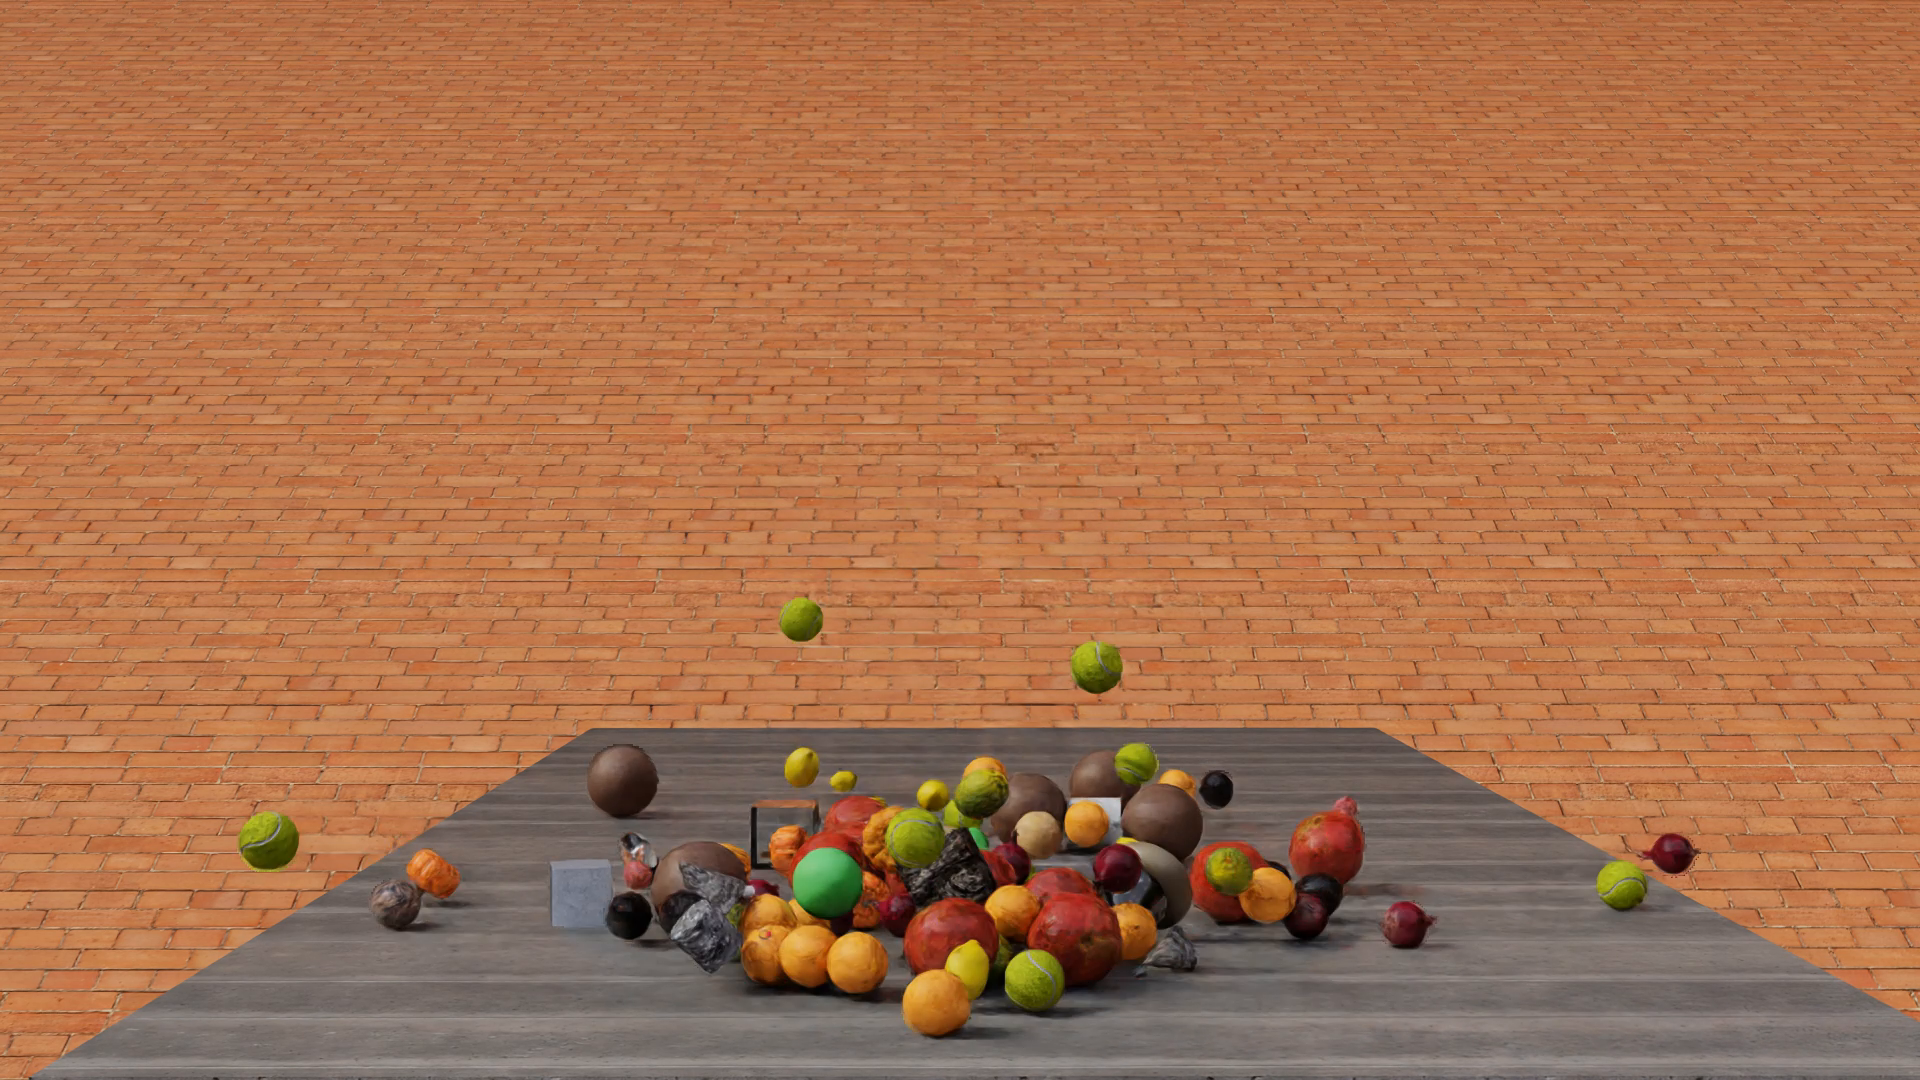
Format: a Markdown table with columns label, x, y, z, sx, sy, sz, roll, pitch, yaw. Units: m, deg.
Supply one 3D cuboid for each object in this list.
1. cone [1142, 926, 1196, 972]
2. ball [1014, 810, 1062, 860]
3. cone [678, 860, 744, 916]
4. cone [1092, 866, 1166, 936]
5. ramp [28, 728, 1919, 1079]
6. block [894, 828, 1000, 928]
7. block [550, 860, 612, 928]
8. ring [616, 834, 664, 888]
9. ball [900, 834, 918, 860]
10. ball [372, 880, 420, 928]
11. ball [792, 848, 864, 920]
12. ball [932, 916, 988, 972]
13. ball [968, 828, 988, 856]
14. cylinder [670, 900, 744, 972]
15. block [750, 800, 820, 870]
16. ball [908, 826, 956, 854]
| label | x | y | z | sx | sy | sz | roll | pitch | yaw |
| --- | --- | --- | --- | --- | --- | --- | --- | --- | --- |
| cone | 0.248 | 0.510 | 3.164 | 0.059 | 0.059 | 0.059 | -18 | 32 | -21 |
| ball | 0.114 | 0.432 | 3.776 | 0.072 | 0.072 | 0.072 | 0 | 28 | 0 |
| cone | -0.320 | 0.419 | 3.163 | 0.079 | 0.079 | 0.079 | -36 | 20 | 15 |
| cone | 0.212 | 0.488 | 3.332 | 0.099 | 0.099 | 0.099 | 5 | 20 | 9 |
| ramp | 0.062 | 0.559 | 4.597 | 2.000 | 0.100 | 4.000 | 0 | 1 | 0 |
| block | -0.015 | 0.415 | 3.175 | 0.089 | 0.089 | 0.089 | -29 | -9 | 5 |
| block | -0.521 | 0.485 | 3.548 | 0.080 | 0.080 | 0.080 | 0 | 1 | -12 |
| ring | -0.468 | 0.470 | 3.781 | 0.031 | 0.092 | 0.092 | -38 | 43 | -25 |
| ball | -0.060 | 0.486 | 3.976 | 0.066 | 0.066 | 0.066 | 0 | 28 | 0 |
| ball | -0.764 | 0.493 | 3.498 | 0.066 | 0.066 | 0.066 | 0 | 28 | 0 |
| ball | -0.165 | 0.428 | 3.223 | 0.089 | 0.089 | 0.089 | 0 | 28 | 0 |
| ball | 0.001 | 0.496 | 3.169 | 0.069 | 0.069 | 0.069 | 0 | 28 | 0 |
| ball | 0.018 | 0.489 | 4.149 | 0.054 | 0.054 | 0.054 | 0 | 28 | 0 |
| cylinder | -0.298 | 0.466 | 3.034 | 0.061 | 0.061 | 0.061 | -39 | 18 | 15 |
| block | -0.276 | 0.468 | 4.099 | 0.098 | 0.098 | 0.098 | 0 | 1 | 3 |
| ball | -0.022 | 0.407 | 3.280 | 0.088 | 0.088 | 0.088 | 0 | 28 | 0 |
